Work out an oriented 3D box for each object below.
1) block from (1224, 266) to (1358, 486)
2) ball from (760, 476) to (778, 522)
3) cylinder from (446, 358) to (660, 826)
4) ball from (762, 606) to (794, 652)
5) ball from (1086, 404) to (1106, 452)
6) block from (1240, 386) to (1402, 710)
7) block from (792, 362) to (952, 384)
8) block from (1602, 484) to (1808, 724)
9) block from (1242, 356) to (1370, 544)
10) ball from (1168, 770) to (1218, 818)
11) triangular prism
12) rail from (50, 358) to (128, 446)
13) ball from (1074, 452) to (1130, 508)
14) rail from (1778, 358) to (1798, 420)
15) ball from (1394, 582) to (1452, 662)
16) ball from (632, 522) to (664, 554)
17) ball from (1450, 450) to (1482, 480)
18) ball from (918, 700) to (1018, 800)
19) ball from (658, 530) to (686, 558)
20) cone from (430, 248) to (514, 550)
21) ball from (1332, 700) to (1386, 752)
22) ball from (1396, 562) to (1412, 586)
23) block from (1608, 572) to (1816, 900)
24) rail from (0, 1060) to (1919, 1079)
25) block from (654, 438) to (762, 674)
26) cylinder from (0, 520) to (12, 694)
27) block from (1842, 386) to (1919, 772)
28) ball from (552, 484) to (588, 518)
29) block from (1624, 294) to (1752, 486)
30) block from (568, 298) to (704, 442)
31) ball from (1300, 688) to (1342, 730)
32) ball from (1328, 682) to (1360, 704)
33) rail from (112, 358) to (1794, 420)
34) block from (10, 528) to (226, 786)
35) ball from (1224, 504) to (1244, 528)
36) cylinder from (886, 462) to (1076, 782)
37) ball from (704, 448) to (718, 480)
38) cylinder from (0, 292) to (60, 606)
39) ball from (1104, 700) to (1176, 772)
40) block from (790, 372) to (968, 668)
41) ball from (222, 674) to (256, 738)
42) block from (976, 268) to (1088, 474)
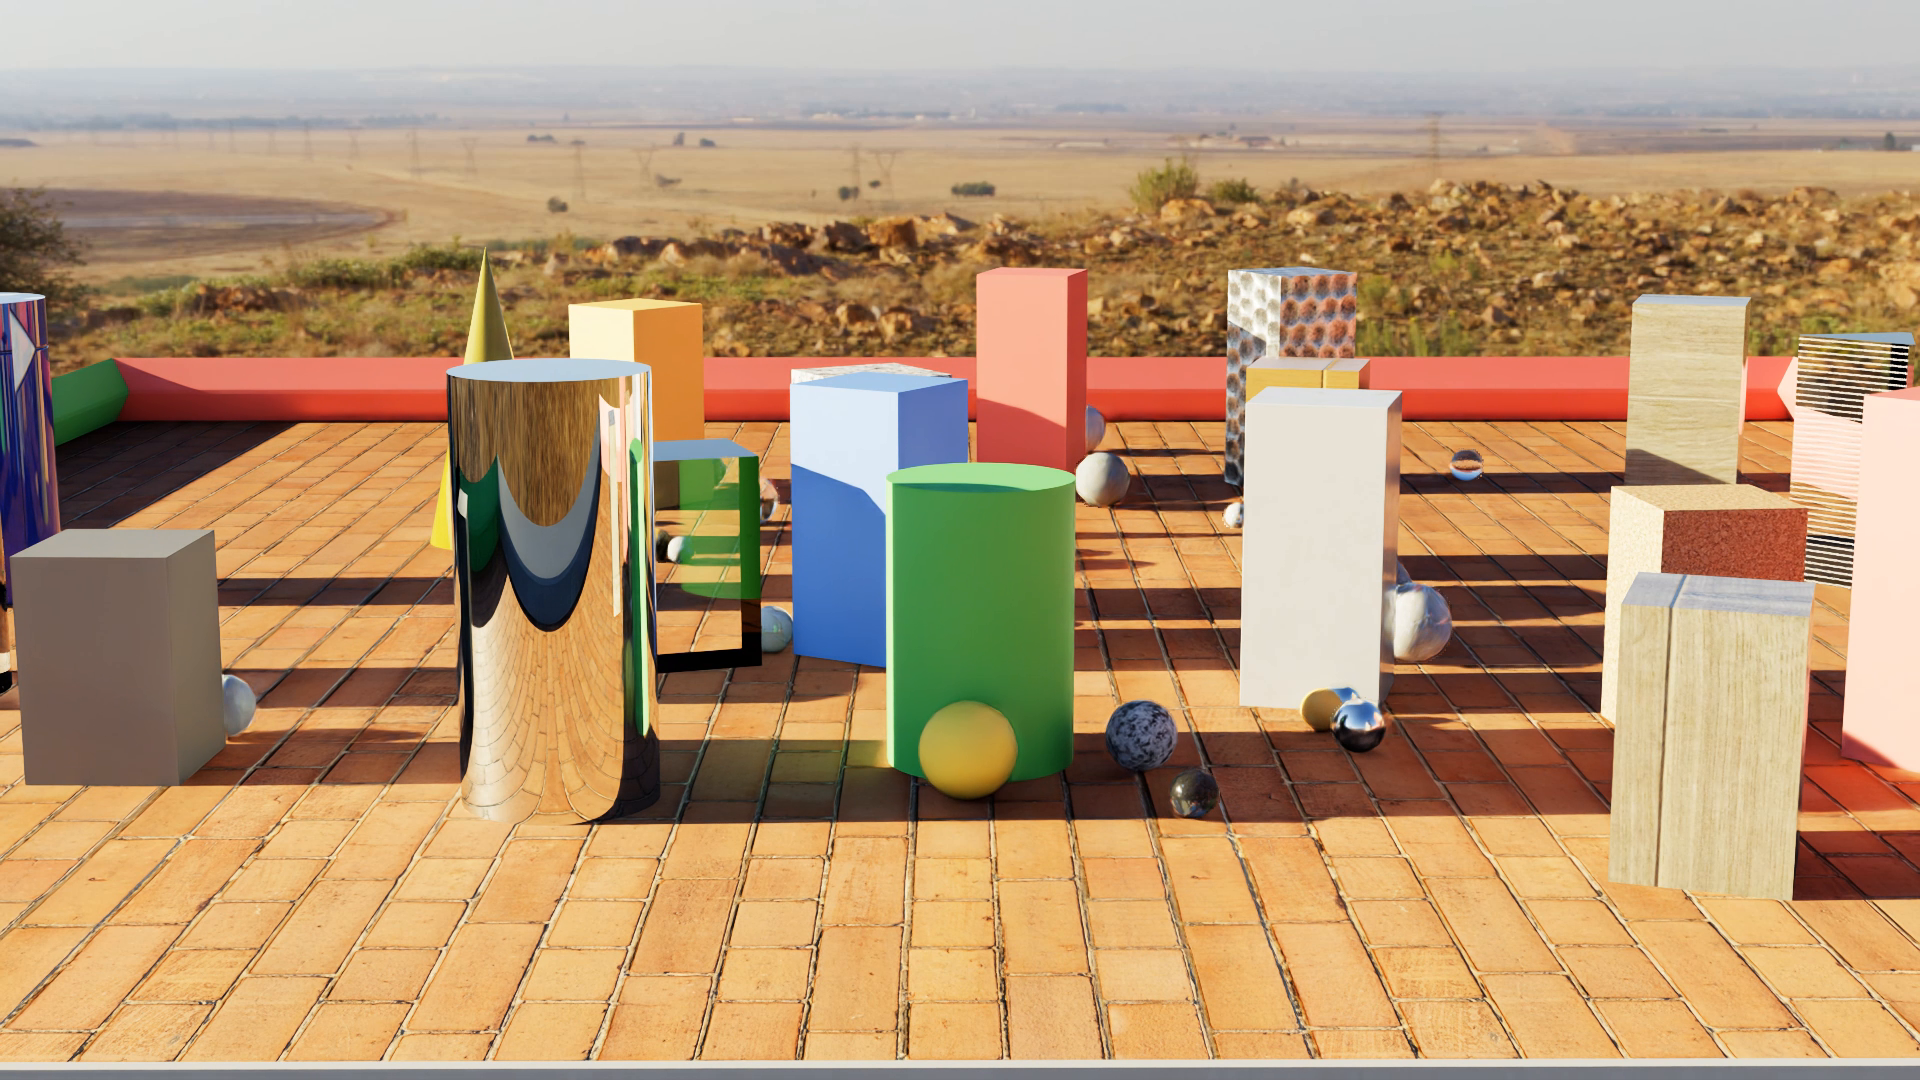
[{"bbox_3d":[0.575,-0.281,4.475,0.159,0.375,0.159,-5,12,-27],"label":"block"},{"bbox_3d":[-0.332,-0.065,4.122,0.079,0.079,0.079,0,10,0],"label":"ball"},{"bbox_3d":[-0.402,0.046,2.548,0.199,0.433,0.199,0,10,0],"label":"cylinder"},{"bbox_3d":[-0.237,0.112,3.220,0.059,0.059,0.059,0,10,0],"label":"ball"},{"bbox_3d":[0.229,-0.212,4.877,0.094,0.094,0.094,0,10,0],"label":"ball"},{"bbox_3d":[0.420,0.008,2.979,0.159,0.351,0.159,3,11,15],"label":"block"},{"bbox_3d":[-0.119,-0.068,3.473,0.159,0.321,0.159,-6,12,-30],"label":"block"},{"bbox_3d":[0.815,0.082,2.822,0.159,0.263,0.159,-1,11,-6],"label":"block"},{"bbox_3d":[0.504,-0.106,3.732,0.159,0.302,0.159,3,11,14],"label":"block"},{"bbox_3d":[0.229,0.249,2.514,0.048,0.048,0.048,0,10,0],"label":"ball"},{"bbox_3d":[1.300,-0.116,3.651,0.149,0.350,0.172,-9,14,-41],"label":"triangular prism"},{"bbox_3d":[-1.720,0.035,3.439,0.045,0.129,3.824,0,10,0],"label":"rail"},{"bbox_3d":[0.237,-0.100,4.277,0.092,0.092,0.092,0,10,0],"label":"ball"},{"bbox_3d":[1.720,0.031,3.458,0.045,0.129,3.824,0,10,0],"label":"rail"},{"bbox_3d":[0.559,0.102,3.171,0.098,0.098,0.098,0,10,0],"label":"ball"},{"bbox_3d":[-0.470,-0.003,3.868,0.049,0.049,0.049,0,10,0],"label":"ball"},{"bbox_3d":[0.898,-0.132,4.552,0.055,0.055,0.055,0,10,0],"label":"ball"},{"bbox_3d":[0.008,0.211,2.576,0.099,0.099,0.099,0,10,0],"label":"ball"},{"bbox_3d":[-0.431,0.005,3.848,0.040,0.040,0.040,0,10,0],"label":"ball"},{"bbox_3d":[-0.723,-0.224,3.950,0.199,0.454,0.199,0,10,0],"label":"cone"},{"bbox_3d":[0.428,0.199,2.753,0.057,0.057,0.057,0,10,0],"label":"ball"},{"bbox_3d":[0.564,0.062,3.433,0.080,0.080,0.080,0,10,0],"label":"ball"},{"bbox_3d":[0.687,0.174,2.342,0.159,0.256,0.159,4,11,20],"label":"block"},{"bbox_3d":[0.011,0.377,1.592,3.488,0.129,0.045,0,10,0],"label":"rail"},{"bbox_3d":[-0.344,0.017,3.179,0.159,0.260,0.159,-4,11,-19],"label":"block"},{"bbox_3d":[-1.224,0.012,2.998,0.199,0.337,0.199,0,10,0],"label":"cylinder"},{"bbox_3d":[1.053,0.041,2.699,0.159,0.388,0.159,-9,14,-41],"label":"block"},{"bbox_3d":[-0.634,-0.064,4.175,0.057,0.057,0.057,0,10,0],"label":"ball"},{"bbox_3d":[1.089,-0.169,3.849,0.159,0.382,0.159,4,11,19],"label":"block"},{"bbox_3d":[-0.550,-0.239,4.382,0.159,0.327,0.159,9,14,40],"label":"block"},{"bbox_3d":[0.401,0.188,2.845,0.047,0.047,0.047,0,10,0],"label":"ball"},{"bbox_3d":[0.428,0.182,2.882,0.045,0.045,0.045,0,10,0],"label":"ball"},{"bbox_3d":[-0.011,-0.310,5.306,3.488,0.129,0.045,0,10,0],"label":"rail"},{"bbox_3d":[-0.877,0.120,2.683,0.159,0.238,0.159,0,10,1],"label":"block"},{"bbox_3d":[0.442,-0.039,4.086,0.040,0.040,0.040,0,10,0],"label":"ball"},{"bbox_3d":[0.022,0.083,2.707,0.199,0.303,0.199,0,10,0],"label":"cylinder"},{"bbox_3d":[-0.458,-0.134,4.553,0.057,0.057,0.057,0,10,0],"label":"ball"},{"bbox_3d":[-1.356,-0.127,3.546,0.199,0.412,0.199,0,10,0],"label":"cylinder"},{"bbox_3d":[0.189,0.204,2.679,0.075,0.075,0.075,0,10,0],"label":"ball"},{"bbox_3d":[-0.100,-0.029,3.210,0.159,0.340,0.159,7,12,32],"label":"block"},{"bbox_3d":[-0.807,0.182,2.810,0.070,0.070,0.070,0,10,0],"label":"ball"},{"bbox_3d":[0.127,-0.282,4.486,0.159,0.373,0.159,3,11,15],"label":"block"}]
